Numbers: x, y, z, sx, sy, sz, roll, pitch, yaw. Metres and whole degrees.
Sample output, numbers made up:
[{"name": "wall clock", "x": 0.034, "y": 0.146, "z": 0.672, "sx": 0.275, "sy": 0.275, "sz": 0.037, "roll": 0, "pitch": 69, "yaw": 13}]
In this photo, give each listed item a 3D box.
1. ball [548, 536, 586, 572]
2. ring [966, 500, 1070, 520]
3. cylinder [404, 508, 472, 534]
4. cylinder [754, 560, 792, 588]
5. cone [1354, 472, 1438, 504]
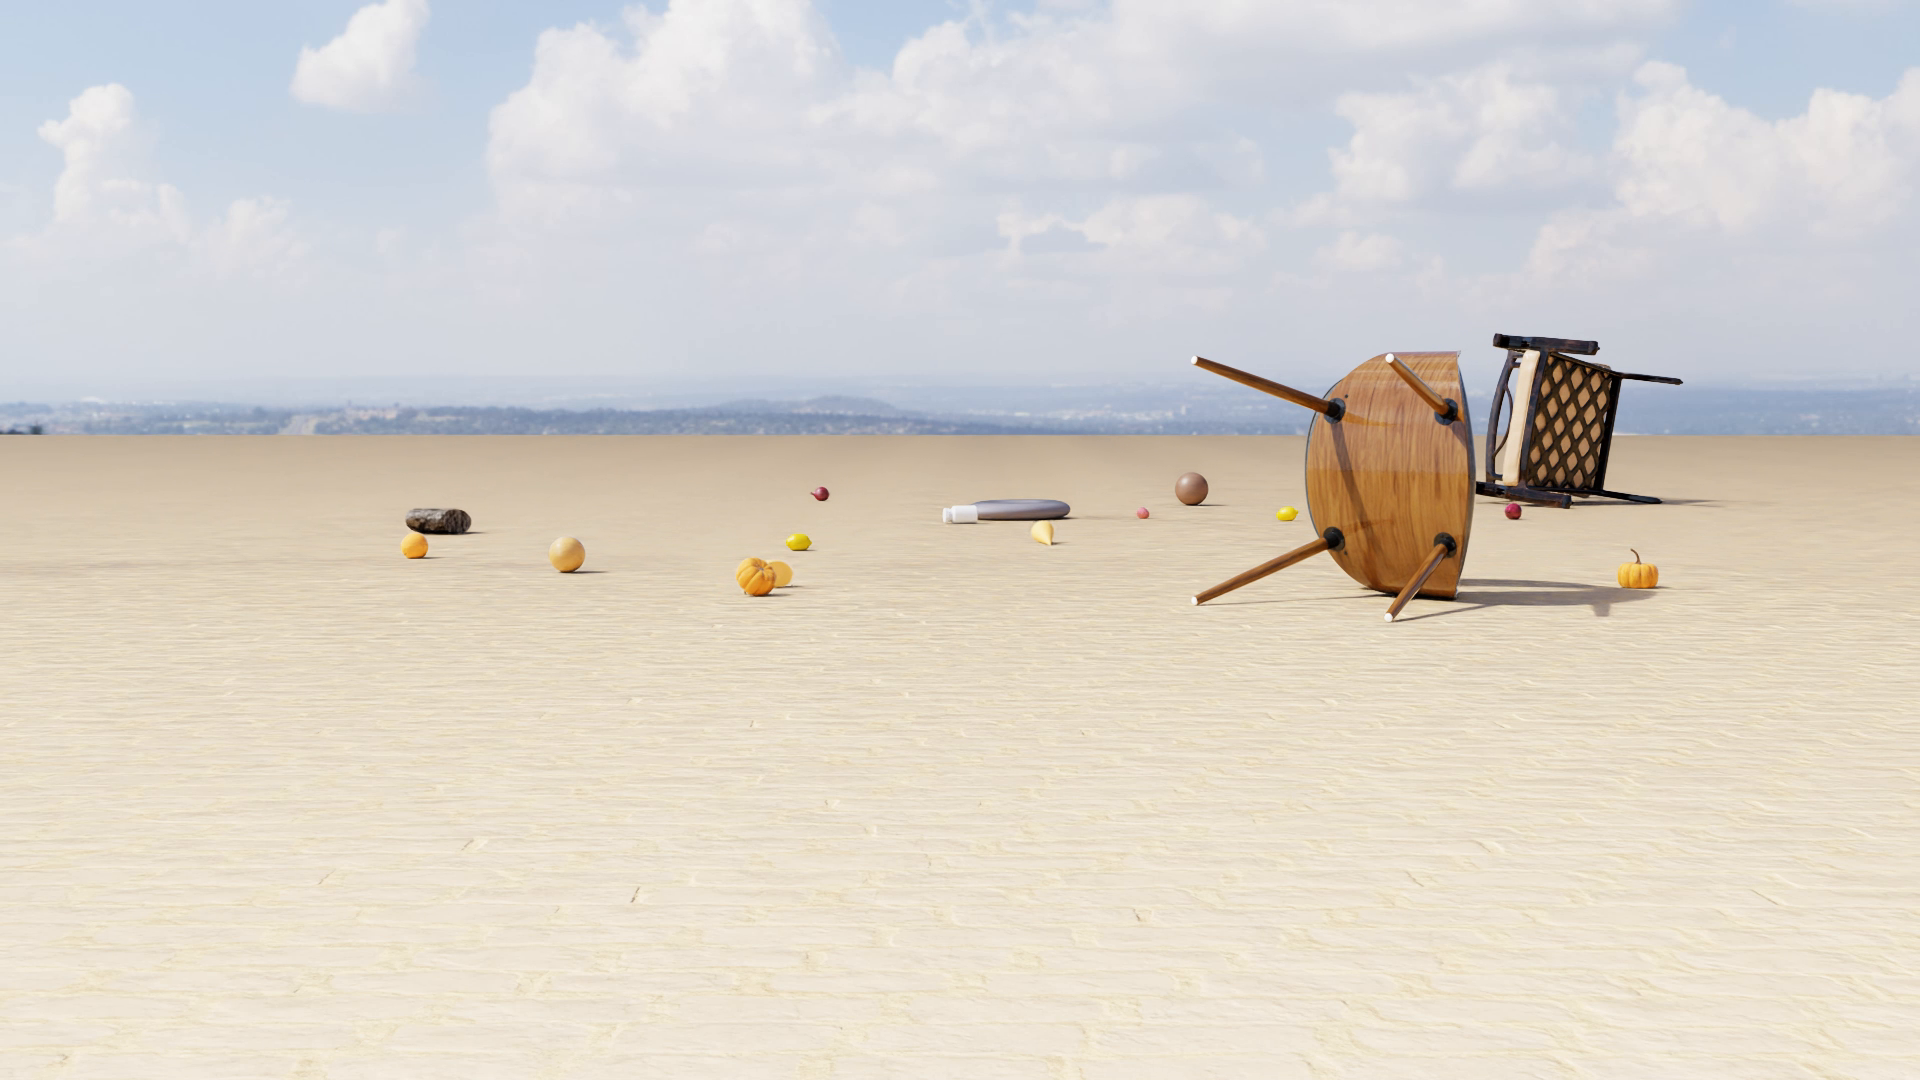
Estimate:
[{"name": "ball", "x": -0.962, "y": 0.035, "z": 5.381, "sx": 0.090, "sy": 0.090, "sz": 0.090, "roll": 0, "pitch": 4, "yaw": 0}, {"name": "ring", "x": 0.203, "y": -0.104, "z": 7.623, "sx": 0.379, "sy": 0.062, "sz": 0.283, "roll": -2, "pitch": 5, "yaw": -25}, {"name": "cylinder", "x": -1.623, "y": -0.059, "z": 6.845, "sx": 0.130, "sy": 0.076, "sz": 0.170, "roll": -3, "pitch": -5, "yaw": 20}, {"name": "cylinder", "x": -0.425, "y": 0.077, "z": 4.988, "sx": 0.074, "sy": 0.060, "sz": 0.050, "roll": 4, "pitch": 1, "yaw": -28}, {"name": "cone", "x": 1.662, "y": -0.172, "z": 8.577, "sx": 0.311, "sy": 0.130, "sz": 0.264, "roll": -13, "pitch": 3, "yaw": -15}]
